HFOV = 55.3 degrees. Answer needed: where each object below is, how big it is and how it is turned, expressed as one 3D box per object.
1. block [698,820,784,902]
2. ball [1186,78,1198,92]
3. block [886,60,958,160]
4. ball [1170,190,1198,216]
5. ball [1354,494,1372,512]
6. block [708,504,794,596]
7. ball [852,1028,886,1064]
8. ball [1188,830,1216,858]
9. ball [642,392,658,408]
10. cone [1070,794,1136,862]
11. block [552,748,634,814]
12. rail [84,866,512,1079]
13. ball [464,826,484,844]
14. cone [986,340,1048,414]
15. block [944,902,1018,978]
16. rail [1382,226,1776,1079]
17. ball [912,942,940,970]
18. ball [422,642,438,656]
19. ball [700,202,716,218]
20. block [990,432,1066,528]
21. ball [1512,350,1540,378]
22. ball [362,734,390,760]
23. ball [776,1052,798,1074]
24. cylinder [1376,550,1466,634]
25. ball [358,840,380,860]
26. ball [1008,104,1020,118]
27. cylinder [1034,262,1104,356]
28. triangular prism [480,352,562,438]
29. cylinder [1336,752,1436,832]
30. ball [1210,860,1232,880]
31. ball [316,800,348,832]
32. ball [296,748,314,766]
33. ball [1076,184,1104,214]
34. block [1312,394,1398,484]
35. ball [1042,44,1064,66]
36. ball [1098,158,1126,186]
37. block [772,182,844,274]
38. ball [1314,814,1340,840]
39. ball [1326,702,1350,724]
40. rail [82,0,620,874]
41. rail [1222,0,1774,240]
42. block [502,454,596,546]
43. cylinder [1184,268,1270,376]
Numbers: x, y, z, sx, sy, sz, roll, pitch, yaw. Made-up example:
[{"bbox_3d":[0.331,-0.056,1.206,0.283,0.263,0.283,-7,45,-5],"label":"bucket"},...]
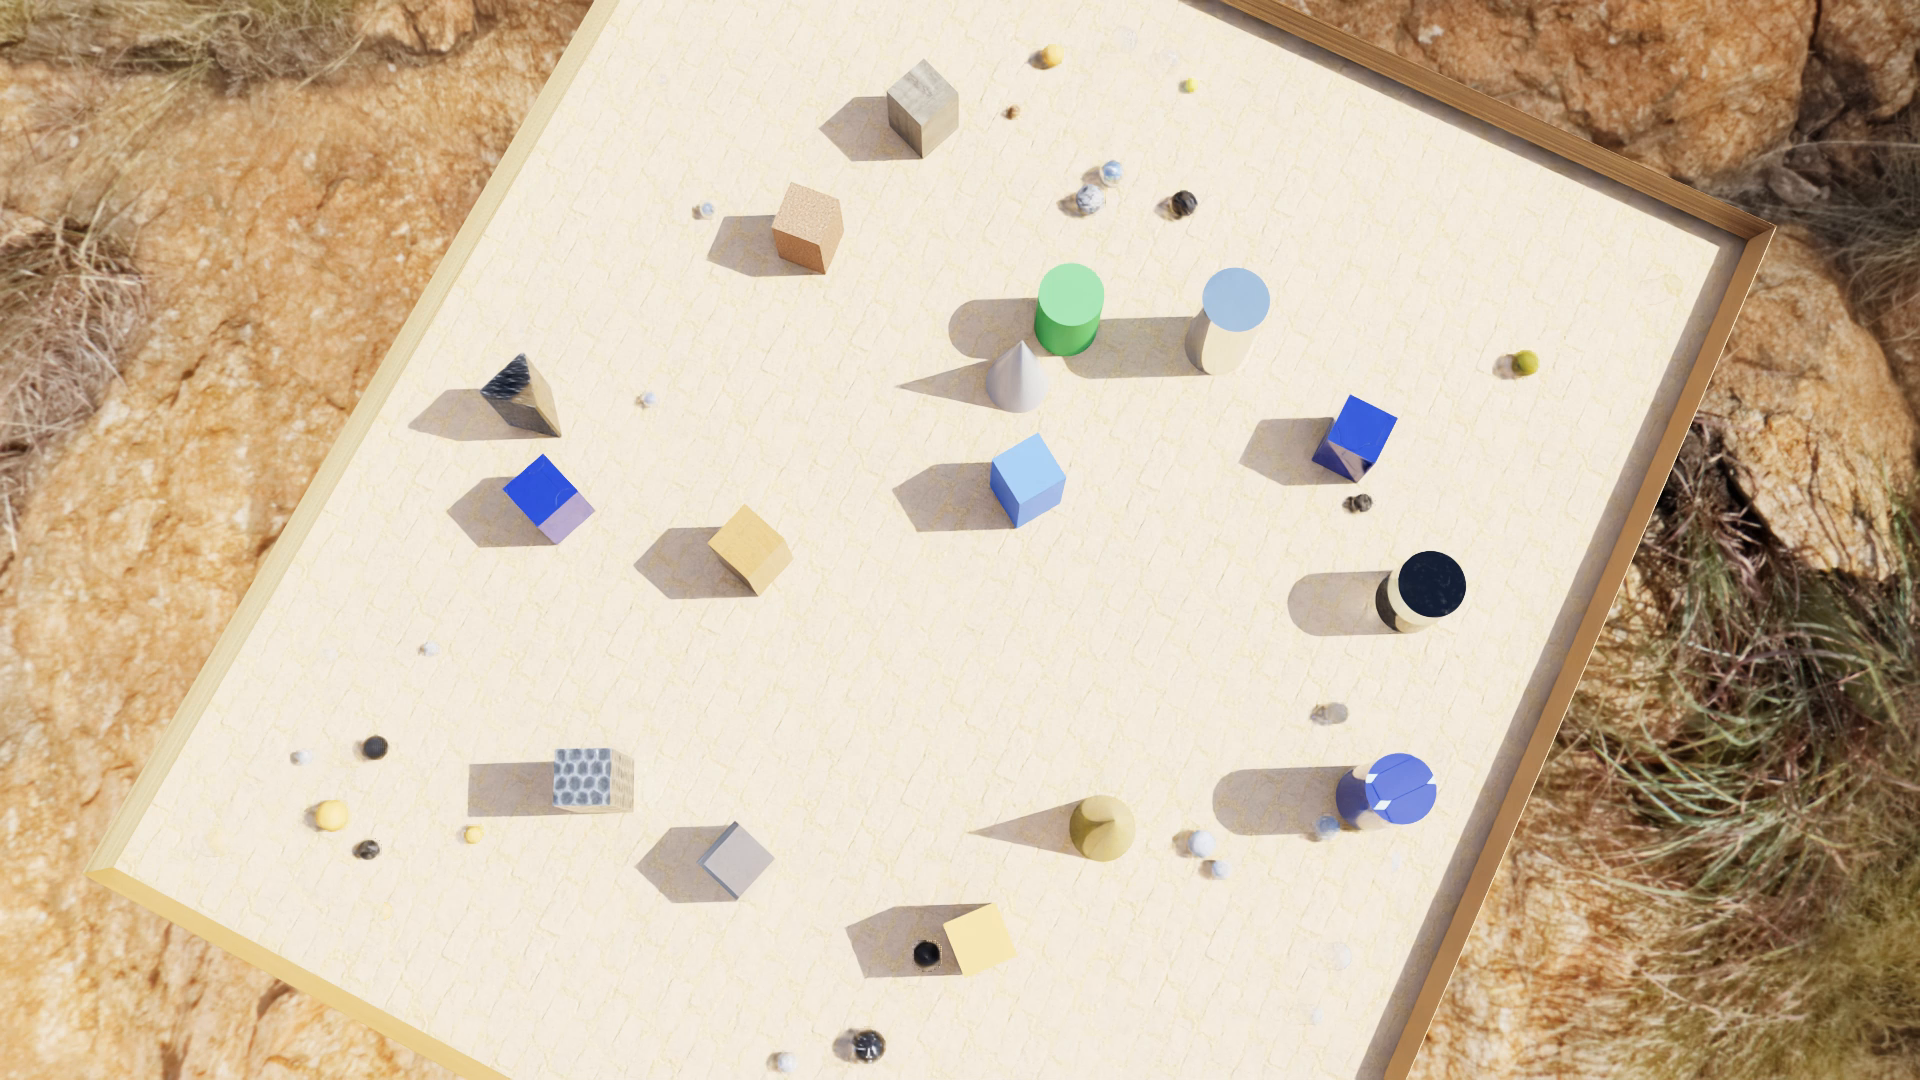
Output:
[{"bbox_3d":[-0.634,0.930,5.300,0.158,0.243,0.158,42,81,8],"label":"block"},{"bbox_3d":[0.747,-1.466,5.898,0.043,0.043,0.043,0,78,0],"label":"ball"},{"bbox_3d":[-0.115,-1.354,5.767,0.158,0.255,0.158,-43,81,-8],"label":"block"},{"bbox_3d":[0.708,-1.064,5.794,0.083,0.083,0.083,0,78,0],"label":"ball"},{"bbox_3d":[1.236,-0.114,5.611,0.057,0.057,0.057,0,78,0],"label":"ball"},{"bbox_3d":[-0.620,0.034,5.456,0.158,0.301,0.158,41,81,8],"label":"block"},{"bbox_3d":[-0.262,1.455,5.265,0.099,0.099,0.099,0,78,0],"label":"ball"},{"bbox_3d":[0.711,0.893,5.390,0.082,0.082,0.082,0,78,0],"label":"ball"},{"bbox_3d":[-0.960,-0.437,5.681,0.050,0.050,0.050,0,78,0],"label":"ball"},{"bbox_3d":[0.423,0.810,5.218,0.198,0.452,0.198,0,78,0],"label":"cone"},{"bbox_3d":[-1.051,0.697,5.282,0.158,0.373,0.158,-1,78,0],"label":"block"},{"bbox_3d":[-0.892,1.754,5.187,3.651,0.128,0.045,26,80,5],"label":"rail"},{"bbox_3d":[-1.436,0.870,5.408,0.055,0.055,0.055,0,78,0],"label":"ball"},{"bbox_3d":[0.179,-0.535,5.504,0.198,0.437,0.198,0,78,0],"label":"cone"},{"bbox_3d":[0.056,1.137,5.215,0.158,0.325,0.158,-22,79,-4],"label":"block"},{"bbox_3d":[1.612,0.796,5.385,0.045,0.128,4.037,26,80,5],"label":"rail"},{"bbox_3d":[-0.096,1.207,5.326,0.081,0.081,0.081,0,78,0],"label":"ball"},{"bbox_3d":[-1.597,0.328,5.527,0.043,0.043,0.043,0,78,0],"label":"ball"},{"bbox_3d":[-0.800,-1.047,5.807,0.052,0.052,0.052,0,78,0],"label":"ball"},{"bbox_3d":[0.200,-0.174,5.480,0.158,0.338,0.158,-30,80,-6],"label":"block"},{"bbox_3d":[1.755,-0.548,5.686,0.086,0.086,0.086,0,78,0],"label":"ball"},{"bbox_3d":[-1.737,0.618,5.450,0.076,0.076,0.076,0,78,0],"label":"ball"},{"bbox_3d":[-0.497,1.506,5.274,0.060,0.060,0.060,0,78,0],"label":"ball"},{"bbox_3d":[1.362,0.157,5.432,0.198,0.298,0.198,0,78,0],"label":"cylinder"},{"bbox_3d":[-1.739,0.913,5.398,0.059,0.059,0.059,0,78,0],"label":"ball"},{"bbox_3d":[0.175,-1.377,5.880,0.042,0.042,0.042,0,78,0],"label":"ball"},{"bbox_3d":[0.332,-0.702,5.608,0.198,0.301,0.198,0,78,0],"label":"cylinder"},{"bbox_3d":[-1.300,-0.445,5.531,0.171,0.348,0.148,15,79,3],"label":"triangular prism"},{"bbox_3d":[1.217,0.727,5.257,0.198,0.410,0.198,0,78,0],"label":"cylinder"},{"bbox_3d":[0.768,0.969,5.385,0.061,0.061,0.061,0,78,0],"label":"ball"},{"bbox_3d":[-1.850,0.812,5.401,0.093,0.093,0.093,0,78,0],"label":"ball"},{"bbox_3d":[-1.951,0.646,5.457,0.050,0.050,0.050,0,78,0],"label":"ball"},{"bbox_3d":[0.412,-1.078,5.794,0.090,0.090,0.090,0,78,0],"label":"ball"},{"bbox_3d":[1.192,-0.304,5.551,0.158,0.253,0.158,28,80,5],"label":"block"},{"bbox_3d":[0.300,-1.563,5.903,0.073,0.073,0.073,0,78,0],"label":"ball"},{"bbox_3d":[0.483,-1.166,5.815,0.085,0.085,0.085,0,78,0],"label":"ball"},{"bbox_3d":[-0.469,-0.964,5.683,0.158,0.261,0.158,21,79,4],"label":"block"},{"bbox_3d":[1.083,0.848,5.402,0.077,0.077,0.077,0,78,0],"label":"ball"},{"bbox_3d":[1.127,0.517,5.474,0.069,0.069,0.069,0,78,0],"label":"ball"},{"bbox_3d":[-1.612,-0.782,5.712,0.045,0.128,4.037,26,80,5],"label":"rail"},{"bbox_3d":[0.892,-1.740,5.910,3.651,0.128,0.045,26,80,5],"label":"rail"},{"bbox_3d":[-1.231,-0.120,5.506,0.158,0.266,0.158,-43,81,-8],"label":"block"},{"bbox_3d":[0.802,-0.654,5.532,0.198,0.431,0.198,0,78,0],"label":"cylinder"}]
